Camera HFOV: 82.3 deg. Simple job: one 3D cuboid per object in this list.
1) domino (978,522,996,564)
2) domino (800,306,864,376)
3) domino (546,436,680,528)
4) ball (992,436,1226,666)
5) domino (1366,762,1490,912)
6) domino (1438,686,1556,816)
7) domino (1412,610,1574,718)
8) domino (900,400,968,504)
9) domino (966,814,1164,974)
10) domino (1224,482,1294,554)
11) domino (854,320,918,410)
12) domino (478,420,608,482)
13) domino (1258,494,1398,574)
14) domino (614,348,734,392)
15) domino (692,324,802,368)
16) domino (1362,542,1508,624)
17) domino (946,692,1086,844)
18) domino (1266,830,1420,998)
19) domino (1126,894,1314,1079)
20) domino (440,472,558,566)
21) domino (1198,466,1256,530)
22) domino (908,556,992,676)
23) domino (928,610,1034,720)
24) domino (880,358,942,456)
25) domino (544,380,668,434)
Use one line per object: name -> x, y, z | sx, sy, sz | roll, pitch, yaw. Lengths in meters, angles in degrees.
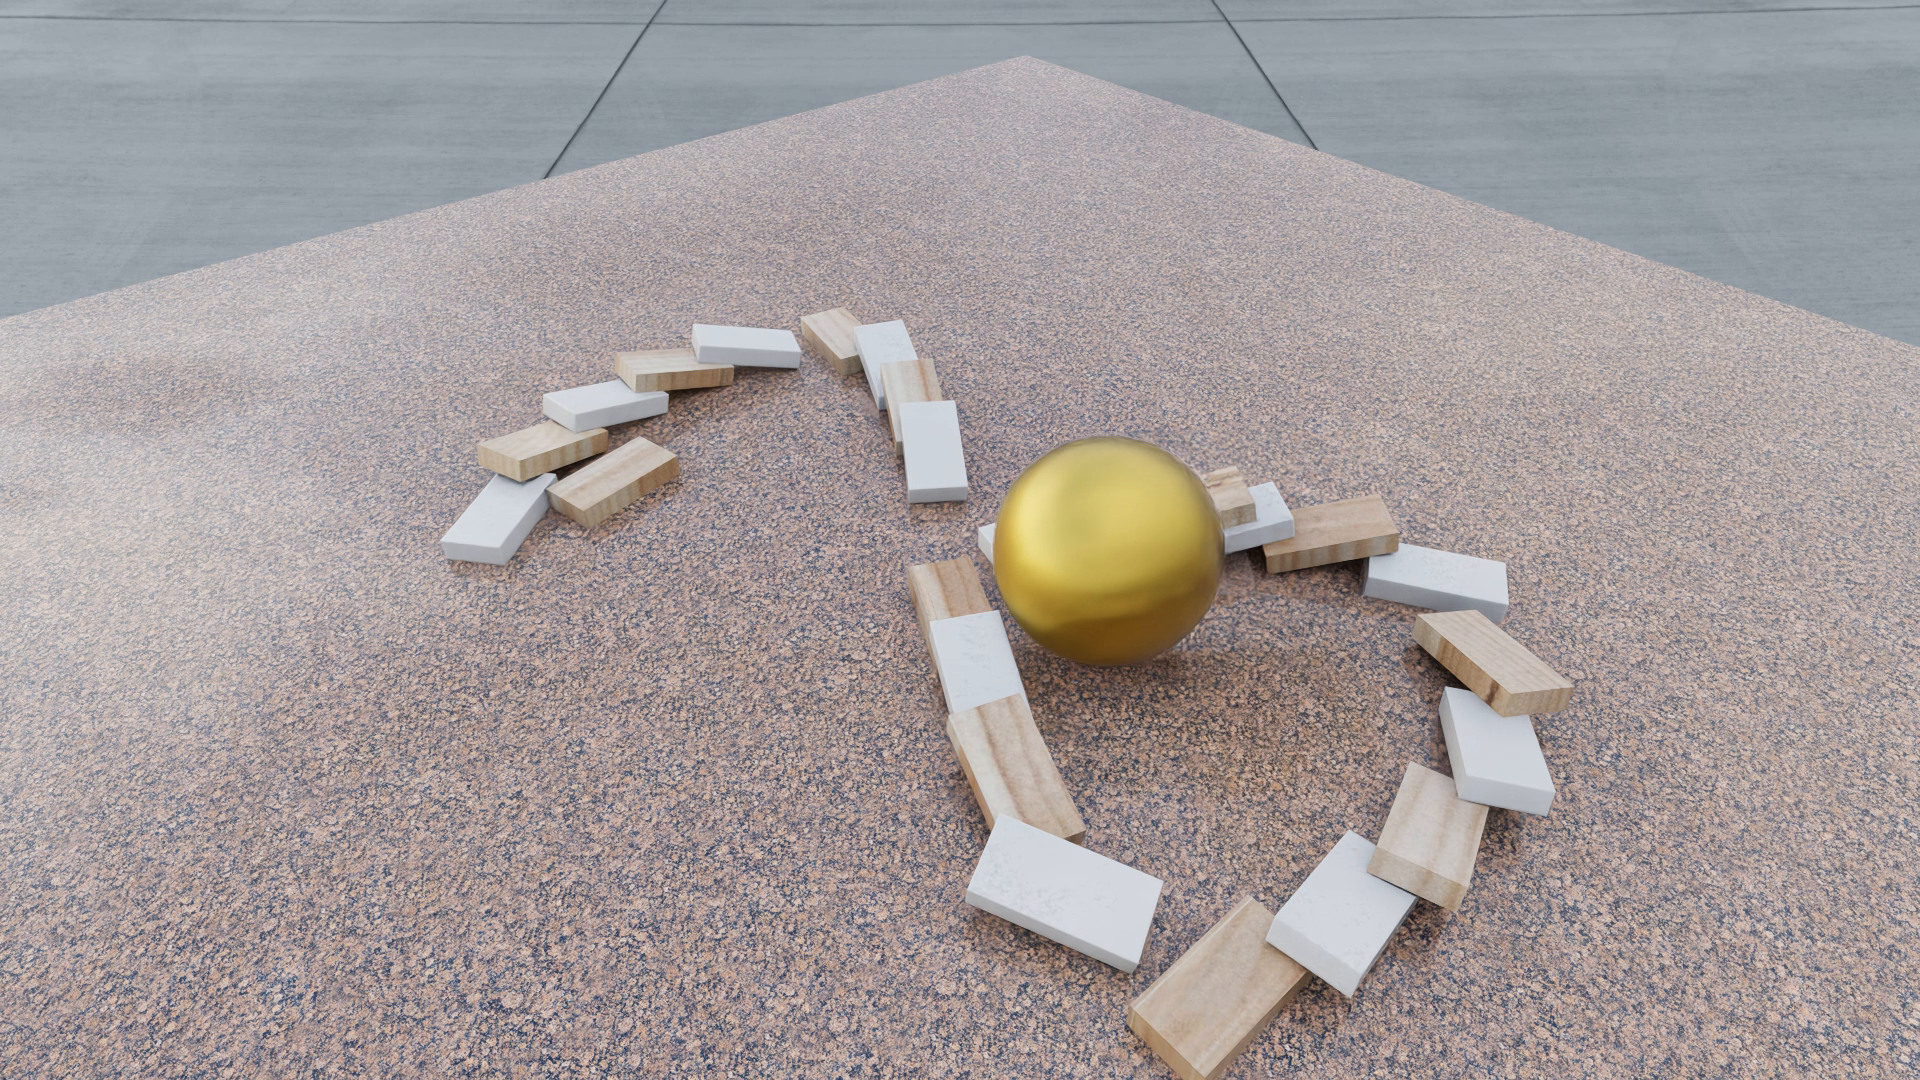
domino -> 0.035, -0.001, 0.445 | 0.050, 0.010, 0.025 | -18, 43, -20
domino -> -0.061, -0.104, 0.570 | 0.025, 0.010, 0.050 | -20, 43, -23
domino -> -0.149, -0.026, 0.475 | 0.025, 0.010, 0.050 | 26, 46, 28
ball -> 0.051, 0.004, 0.383 | 0.080, 0.080, 0.080 | 0, 39, 0
domino -> 0.141, 0.087, 0.328 | 0.025, 0.010, 0.050 | 22, 30, 24
domino -> 0.171, 0.067, 0.353 | 0.025, 0.009, 0.050 | 10, 27, 12
domino -> 0.184, 0.042, 0.383 | 0.025, 0.010, 0.050 | -3, 28, -15
domino -> -0.012, -0.039, 0.481 | 0.025, 0.009, 0.050 | -4, 54, -6
domino -> 0.030, 0.100, 0.312 | 0.050, 0.010, 0.025 | 20, 53, 11
domino -> 0.105, -0.006, 0.442 | 0.050, 0.009, 0.025 | -15, 39, 4
domino -> -0.034, -0.086, 0.540 | 0.025, 0.010, 0.050 | -11, 54, -13
domino -> -0.182, -0.041, 0.483 | 0.025, 0.010, 0.050 | 20, 28, 22
domino -> 0.145, -0.002, 0.437 | 0.050, 0.010, 0.025 | -11, 38, 9
domino -> -0.139, -0.083, 0.535 | 0.050, 0.009, 0.025 | -11, 38, -36
domino -> -0.107, -0.097, 0.552 | 0.050, 0.010, 0.025 | 0, 35, -23
domino -> 0.183, 0.015, 0.425 | 0.050, 0.010, 0.025 | 12, 41, 14
domino -> 0.017, 0.074, 0.344 | 0.025, 0.010, 0.050 | -15, 55, -16
domino -> 0.109, 0.103, 0.308 | 0.025, 0.009, 0.050 | 30, 34, 31
domino -> 0.071, 0.121, 0.296 | 0.050, 0.010, 0.025 | -29, 47, -31
domino -> -0.189, -0.010, 0.456 | 0.025, 0.010, 0.050 | 6, 40, 7
domino -> 0.090, -0.012, 0.440 | 0.050, 0.010, 0.025 | -15, 39, 4
domino -> -0.002, 0.027, 0.410 | 0.025, 0.010, 0.050 | -9, 40, -11
domino -> 0.007, 0.049, 0.375 | 0.025, 0.009, 0.050 | -9, 54, -11
domino -> -0.021, -0.062, 0.510 | 0.025, 0.010, 0.050 | -7, 54, -9
domino -> -0.164, -0.063, 0.511 | 0.025, 0.010, 0.050 | 29, 33, 30
